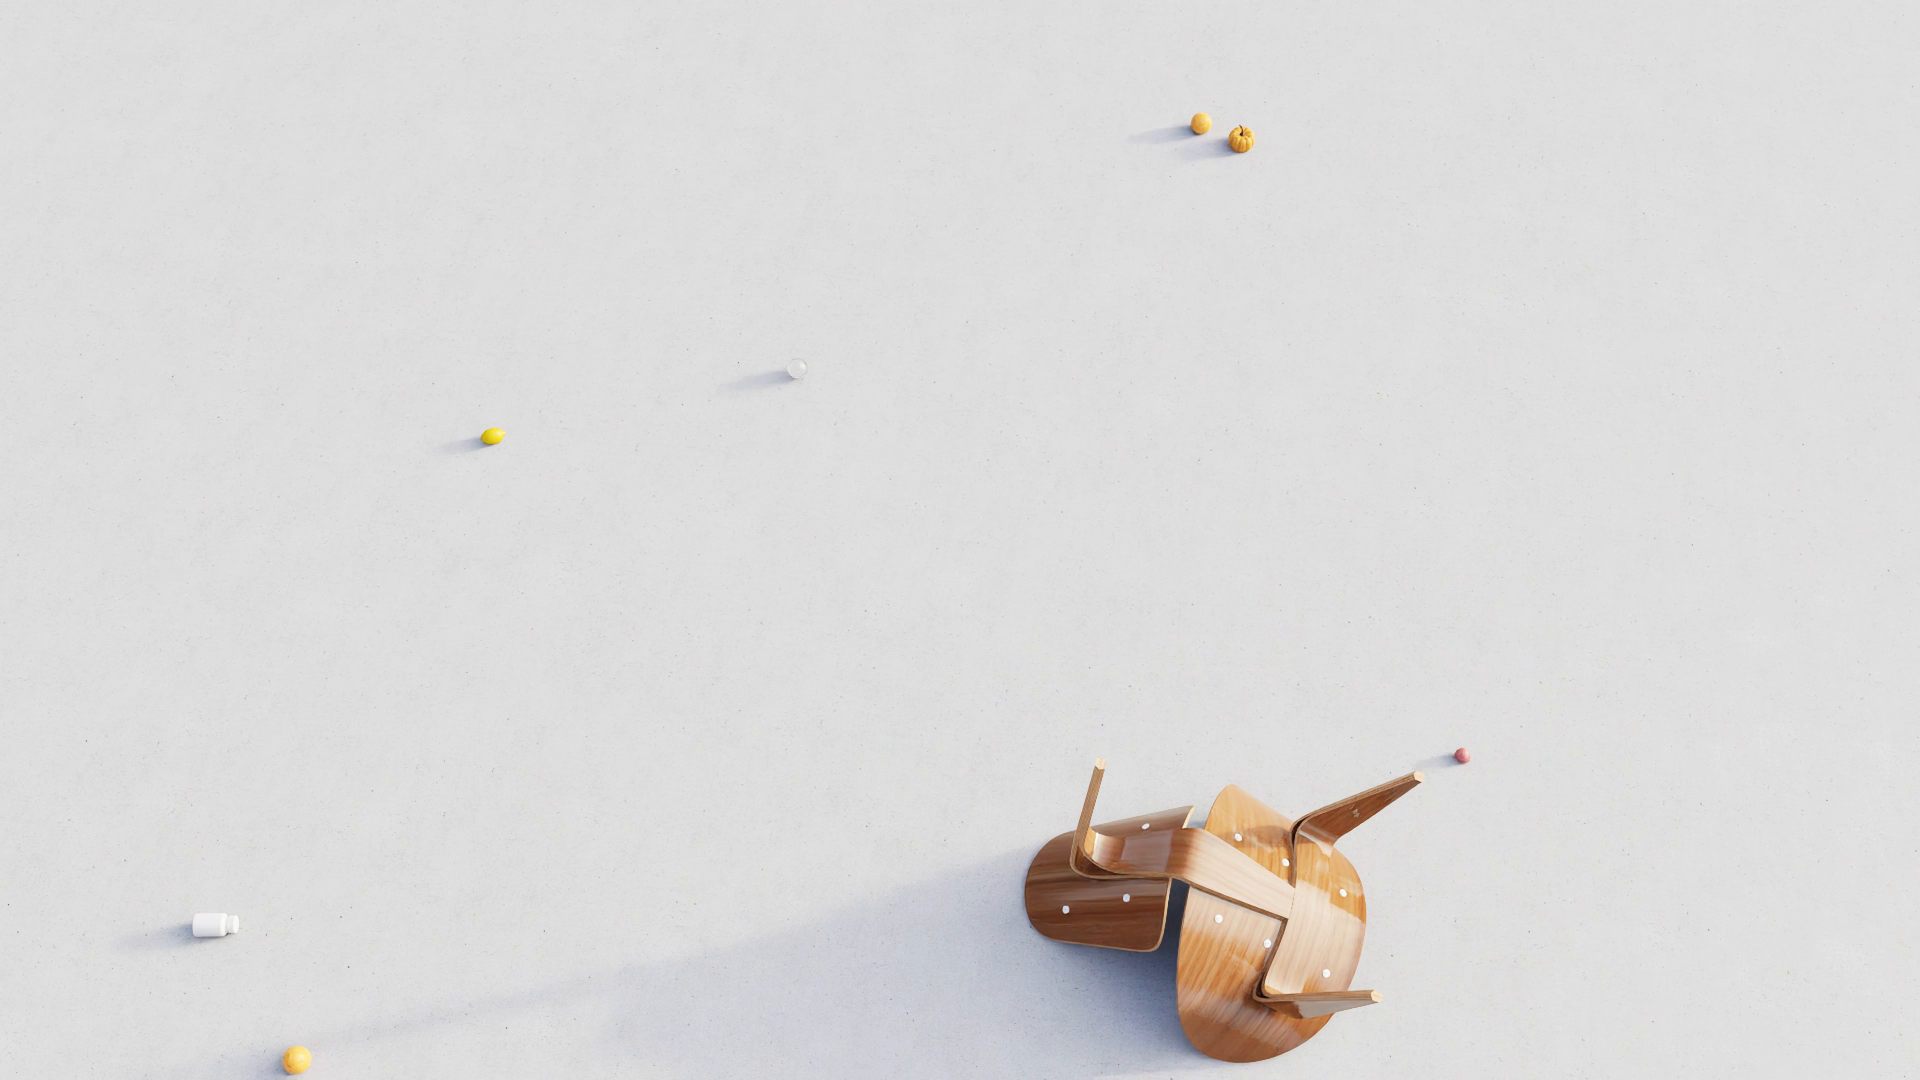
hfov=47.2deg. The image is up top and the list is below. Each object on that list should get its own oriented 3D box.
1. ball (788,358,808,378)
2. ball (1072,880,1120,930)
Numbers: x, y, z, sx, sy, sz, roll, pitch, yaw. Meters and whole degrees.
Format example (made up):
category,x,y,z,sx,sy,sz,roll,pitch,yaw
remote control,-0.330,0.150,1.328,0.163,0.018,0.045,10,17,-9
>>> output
category,x,y,z,sx,sy,sz,roll,pitch,yaw
ball,-0.509,-0.538,6.897,0.064,0.064,0.064,0,56,0
ball,0.362,0.970,5.844,0.131,0.131,0.131,0,56,0
